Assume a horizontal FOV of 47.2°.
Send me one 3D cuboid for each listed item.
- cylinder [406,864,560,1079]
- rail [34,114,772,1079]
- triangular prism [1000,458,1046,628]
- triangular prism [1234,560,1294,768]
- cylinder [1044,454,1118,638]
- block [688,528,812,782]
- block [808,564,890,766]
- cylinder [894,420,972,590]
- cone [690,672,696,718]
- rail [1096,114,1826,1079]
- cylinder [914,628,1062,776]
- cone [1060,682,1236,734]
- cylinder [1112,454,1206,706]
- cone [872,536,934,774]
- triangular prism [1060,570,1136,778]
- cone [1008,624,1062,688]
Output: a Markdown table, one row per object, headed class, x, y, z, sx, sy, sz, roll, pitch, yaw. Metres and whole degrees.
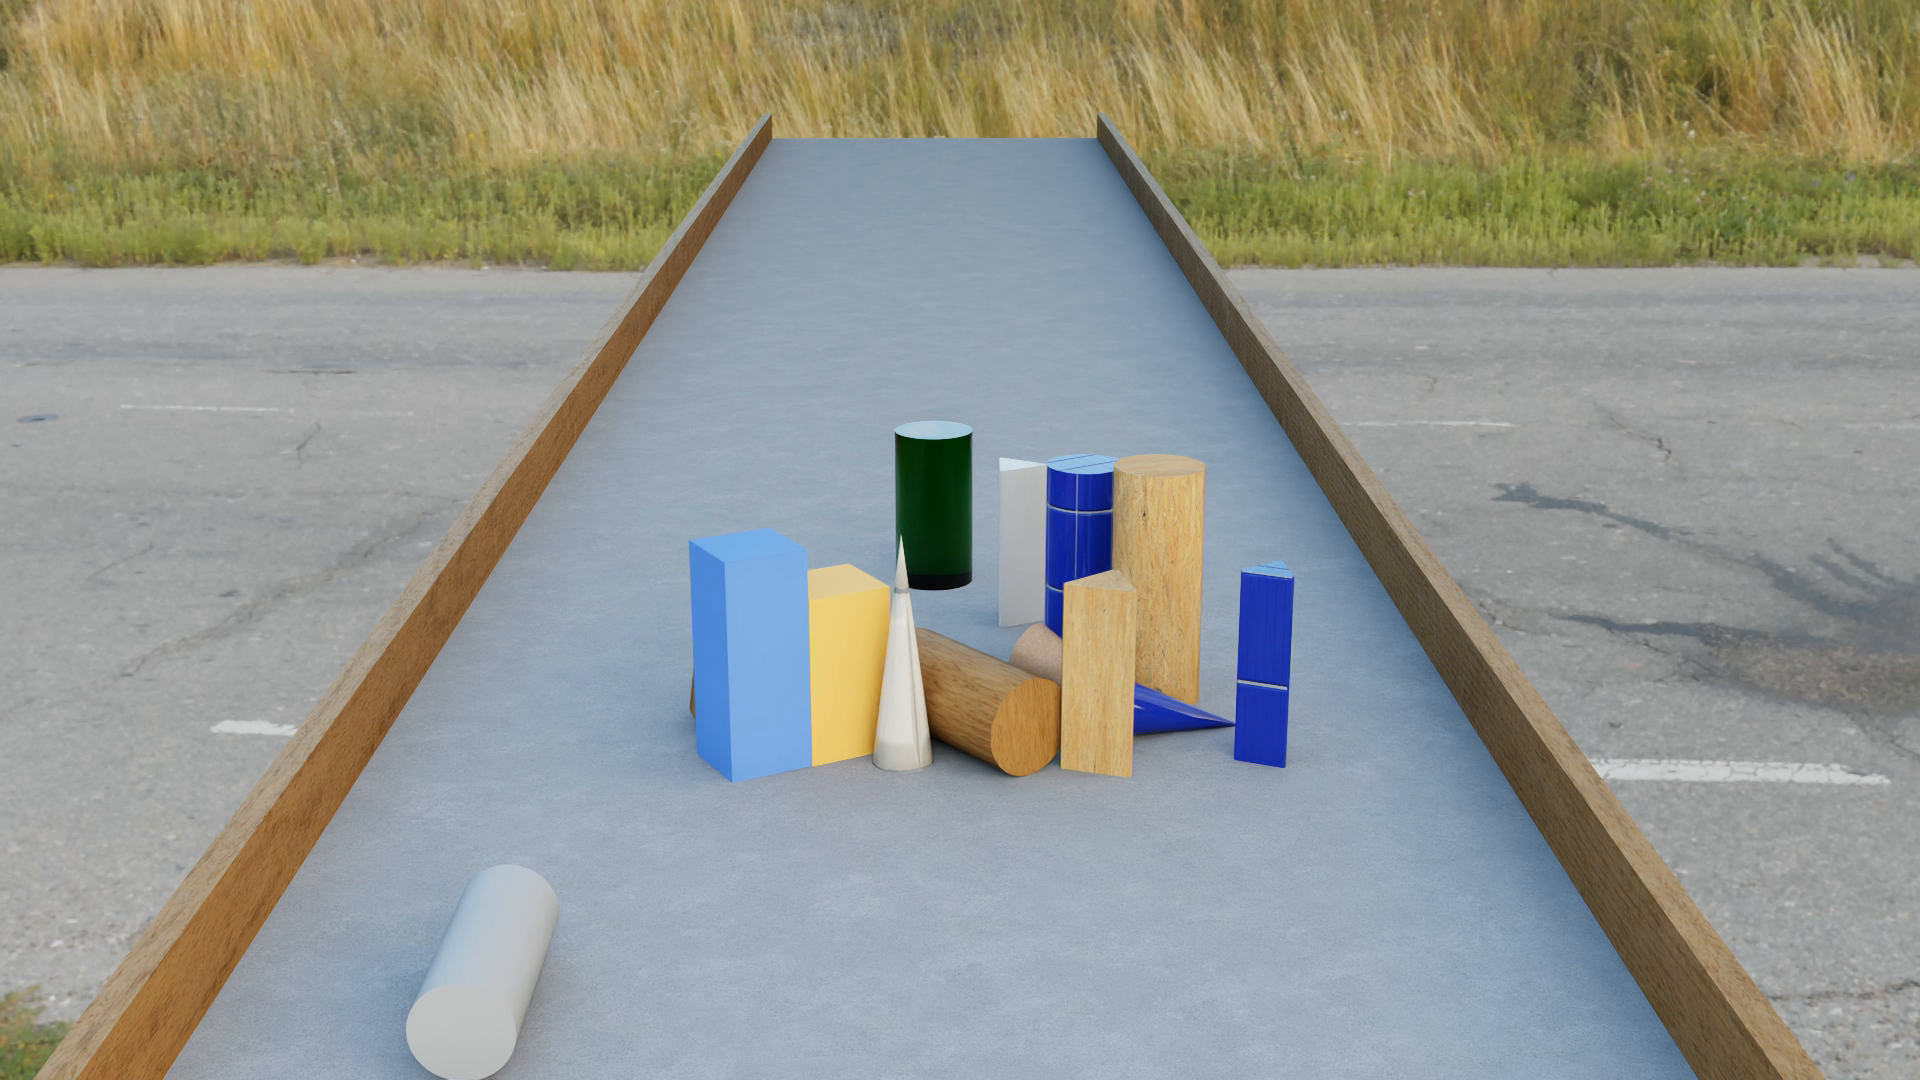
| class | x | y | z | sx | sy | sz | roll | pitch | yaw |
| --- | --- | --- | --- | --- | --- | --- | --- | --- | --- |
| cylinder | -0.648 | 0.585 | 3.010 | 0.142 | 0.142 | 0.357 | 0 | 17 | -1 |
| rail | -1.118 | -0.838 | 7.780 | 0.050 | 0.150 | 12.000 | 0 | 17 | -1 |
| triangular prism | 0.108 | 0.002 | 4.625 | 0.109 | 0.340 | 0.094 | -9 | 19 | -28 |
| triangular prism | 0.547 | 0.216 | 3.880 | 0.094 | 0.353 | 0.081 | 8 | 18 | 24 |
| cylinder | 0.245 | 0.046 | 4.357 | 0.154 | 0.407 | 0.154 | 0 | 17 | 0 |
| block | -0.366 | 0.200 | 3.853 | 0.154 | 0.400 | 0.154 | -9 | 19 | -28 |
| block | -0.231 | 0.221 | 3.941 | 0.158 | 0.308 | 0.158 | -9 | 19 | -28 |
| cylinder | -0.058 | -0.077 | 4.885 | 0.172 | 0.344 | 0.172 | 0 | 17 | 0 |
| cone | -0.449 | 0.158 | 3.982 | 0.107 | 0.397 | 0.107 | 1 | 41 | -1 |
| rail | 0.932 | -0.844 | 7.801 | 0.050 | 0.150 | 12.000 | 0 | 17 | -1 |
| cylinder | 0.014 | 0.287 | 3.953 | 0.177 | 0.177 | 0.347 | -13 | 21 | -36 |
| cone | 0.361 | 0.317 | 4.033 | 0.333 | 0.150 | 0.150 | 9 | 14 | -14 |
| cylinder | 0.371 | 0.081 | 4.152 | 0.171 | 0.458 | 0.171 | 0 | 17 | 0 |
| cone | -0.101 | 0.191 | 3.844 | 0.109 | 0.422 | 0.109 | 0 | 17 | 0 |
| triangular prism | 0.255 | 0.230 | 3.857 | 0.129 | 0.340 | 0.112 | 6 | 17 | 18 |
| cone | 0.260 | 0.283 | 4.157 | 0.327 | 0.137 | 0.137 | 25 | 27 | 30 |
